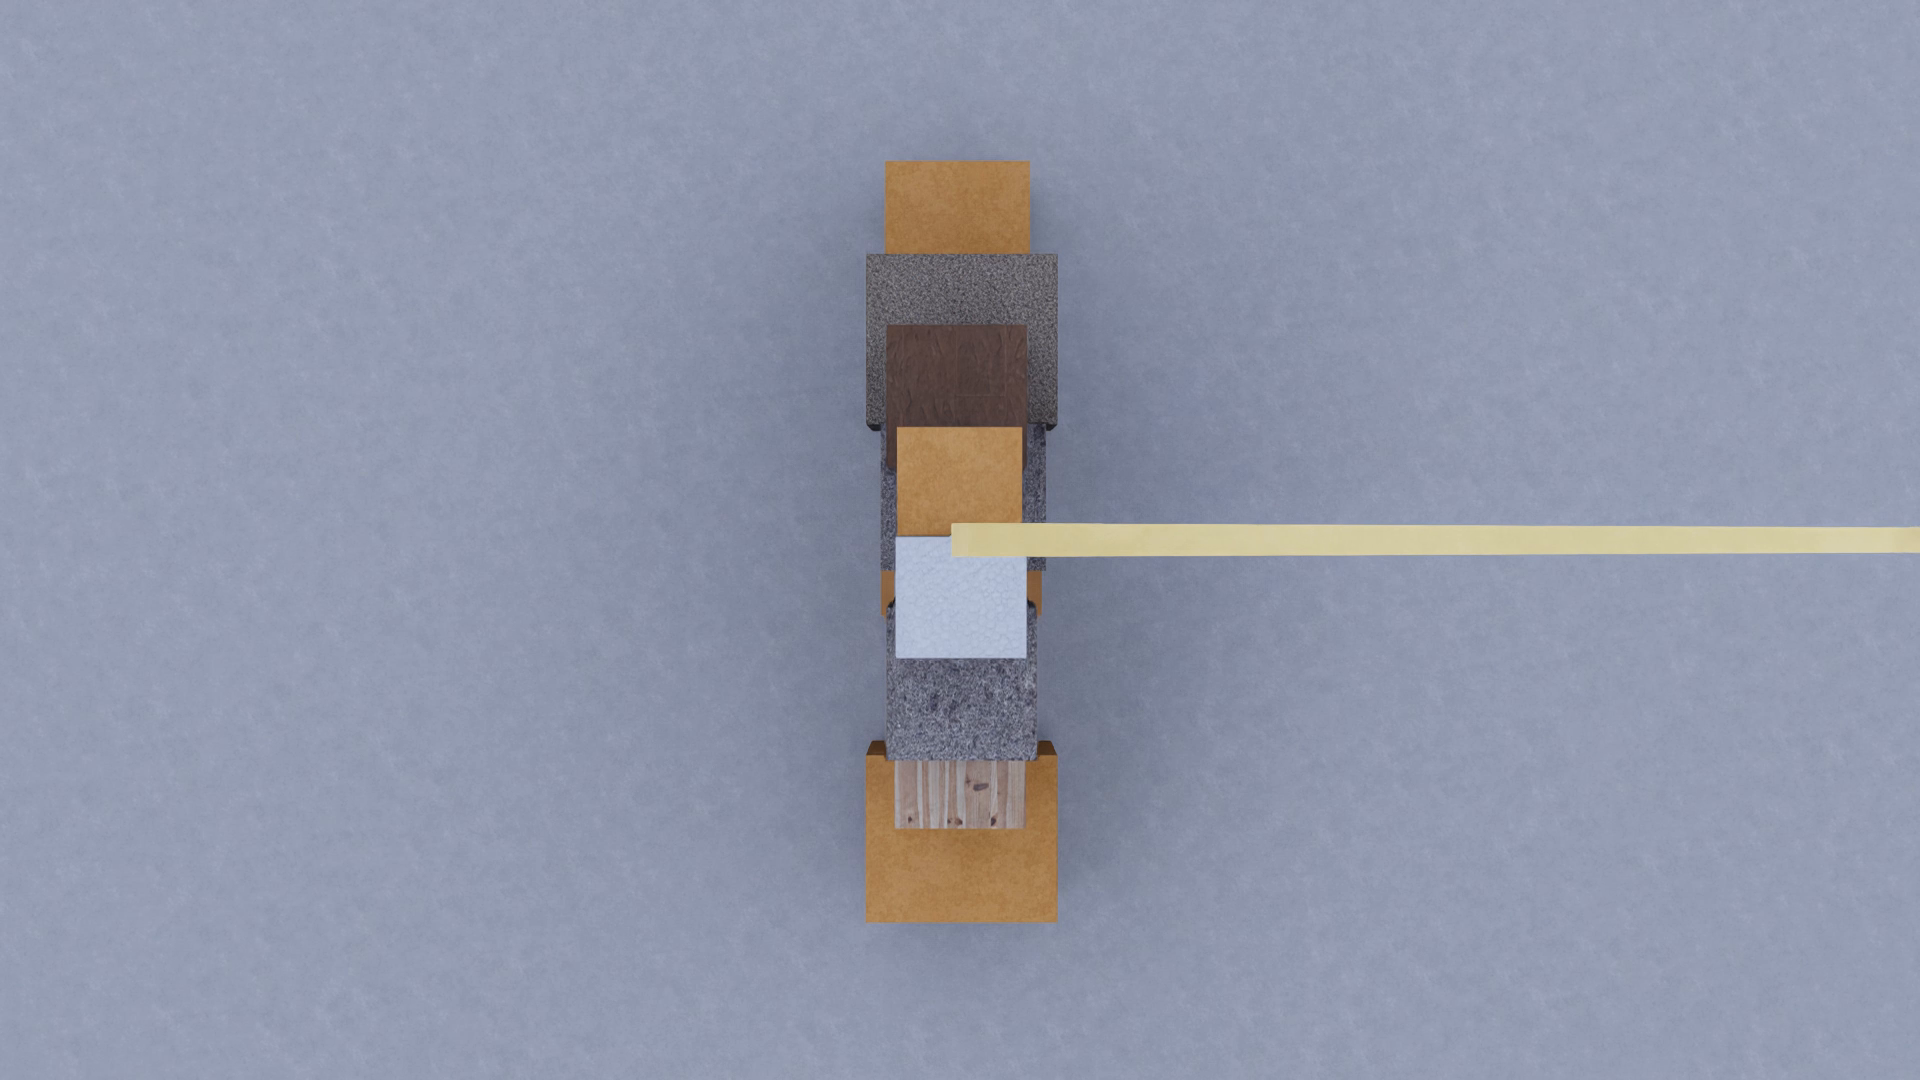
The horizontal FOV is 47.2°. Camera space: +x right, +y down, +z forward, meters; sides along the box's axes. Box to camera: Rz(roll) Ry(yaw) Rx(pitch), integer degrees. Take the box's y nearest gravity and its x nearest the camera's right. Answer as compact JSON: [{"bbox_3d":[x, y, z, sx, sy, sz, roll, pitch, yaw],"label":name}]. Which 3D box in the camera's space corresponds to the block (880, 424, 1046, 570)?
[{"bbox_3d":[0.017,-0.219,11.678,0.848,0.799,0.754,0,90,0],"label":"block"}]

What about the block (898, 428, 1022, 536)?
[{"bbox_3d":[-0.001,-0.279,10.394,0.577,0.483,0.501,0,92,0],"label":"block"}]

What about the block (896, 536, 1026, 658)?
[{"bbox_3d":[0.005,0.259,10.342,0.596,0.606,0.553,0,91,0],"label":"block"}]

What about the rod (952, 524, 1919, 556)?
[{"bbox_3d":[2.212,0.000,6.590,5.200,0.080,0.080,0,90,-32],"label":"rod"}]

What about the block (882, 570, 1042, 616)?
[{"bbox_3d":[0.008,-0.070,12.539,0.881,0.922,0.967,0,90,0],"label":"block"}]

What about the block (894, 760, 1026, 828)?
[{"bbox_3d":[0.002,1.197,11.756,0.683,0.720,0.594,0,90,0],"label":"block"}]

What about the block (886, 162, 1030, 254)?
[{"bbox_3d":[-0.013,-1.690,12.618,0.806,0.763,0.838,0,90,0],"label":"block"}]

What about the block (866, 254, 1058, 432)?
[{"bbox_3d":[0.010,-1.042,11.791,0.988,0.897,0.880,0,91,0],"label":"block"}]

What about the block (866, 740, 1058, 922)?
[{"bbox_3d":[0.008,1.648,12.559,1.057,0.882,0.922,0,90,0],"label":"block"}]

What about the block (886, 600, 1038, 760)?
[{"bbox_3d":[0.008,0.692,11.040,0.733,0.670,0.748,0,92,0],"label":"block"}]

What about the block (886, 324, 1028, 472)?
[{"bbox_3d":[-0.015,-0.696,10.958,0.680,0.644,0.685,0,89,0],"label":"block"}]

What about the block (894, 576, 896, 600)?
[{"bbox_3d":[-0.011,0.535,11.726,0.657,0.711,0.715,0,92,0],"label":"block"}]
